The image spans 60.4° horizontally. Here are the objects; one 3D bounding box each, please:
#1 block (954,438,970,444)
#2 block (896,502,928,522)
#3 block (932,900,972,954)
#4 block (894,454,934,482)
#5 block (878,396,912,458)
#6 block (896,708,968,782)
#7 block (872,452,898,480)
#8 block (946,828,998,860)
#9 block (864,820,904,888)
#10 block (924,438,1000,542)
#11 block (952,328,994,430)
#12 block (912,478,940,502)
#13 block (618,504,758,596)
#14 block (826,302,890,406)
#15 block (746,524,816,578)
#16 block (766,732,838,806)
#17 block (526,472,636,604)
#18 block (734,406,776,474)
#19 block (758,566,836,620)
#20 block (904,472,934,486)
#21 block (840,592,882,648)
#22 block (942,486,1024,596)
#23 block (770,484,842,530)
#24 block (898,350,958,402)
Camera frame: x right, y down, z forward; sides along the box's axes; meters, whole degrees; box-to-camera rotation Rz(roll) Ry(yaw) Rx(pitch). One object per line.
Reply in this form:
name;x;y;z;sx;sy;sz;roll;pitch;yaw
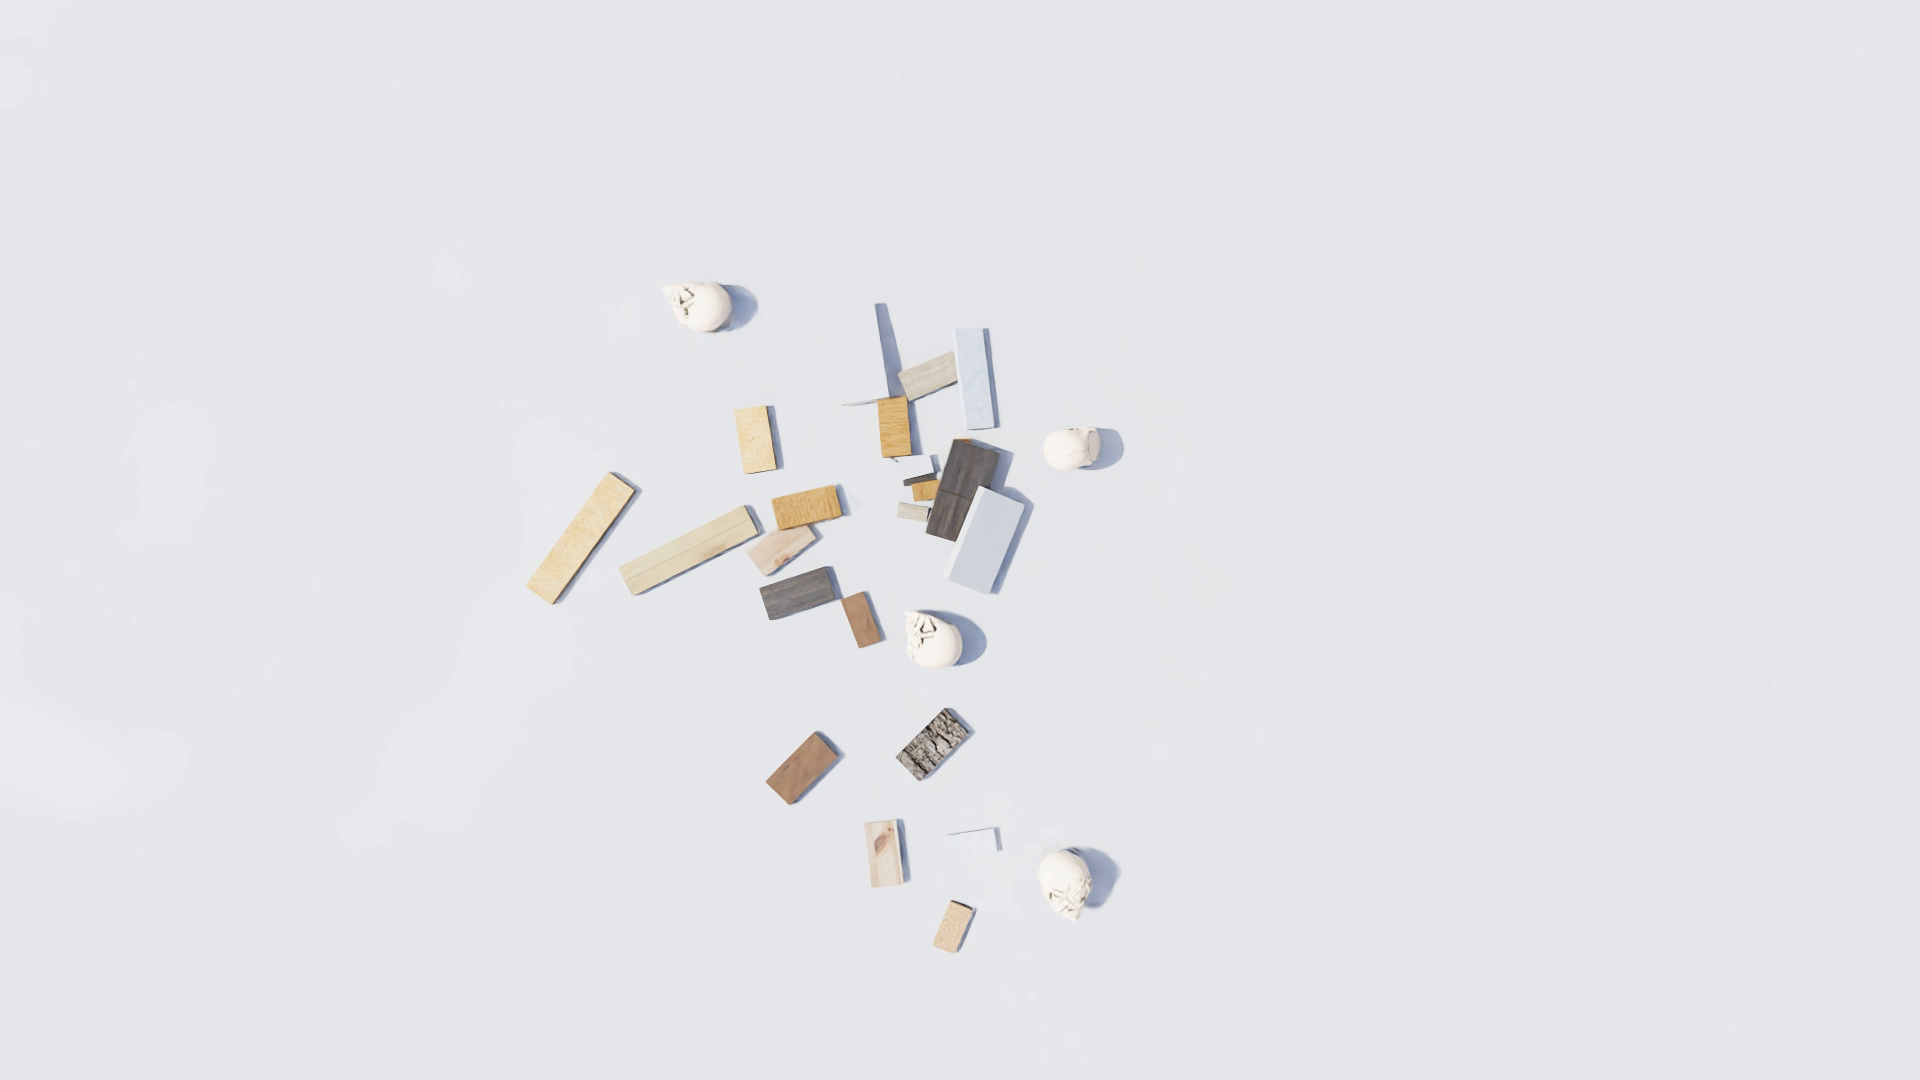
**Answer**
block;0.009;-0.279;5.490;0.060;0.017;0.120;-5;90;-4
block;-0.158;-0.092;5.493;0.101;0.014;0.050;9;90;0
block;-0.025;1.289;5.489;0.079;0.022;0.158;23;90;0
block;-0.152;-0.240;5.477;0.120;0.017;0.060;-14;90;0
block;-0.218;-0.375;5.478;0.099;0.028;0.197;-5;85;0
block;-0.093;0.681;5.484;0.229;0.032;0.114;-45;90;0
block;-0.239;-0.247;5.493;0.101;0.014;0.050;34;90;0
block;0.039;1.009;5.489;0.158;0.022;0.079;-9;90;0
block;-0.253;1.042;5.485;0.107;0.030;0.213;-7;90;0
block;0.006;-0.156;5.460;0.162;0.046;0.324;17;92;-8
block;0.044;-0.534;5.469;0.099;0.028;0.334;-7;90;-21
block;-0.098;-0.167;5.476;0.120;0.017;0.060;-10;98;-11
block;-0.903;0.035;5.485;0.466;0.030;0.107;-27;90;0
block;-0.339;-0.616;5.463;0.162;0.046;0.324;-9;85;0
block;-0.596;0.016;5.485;0.214;0.030;0.107;-37;90;0
block;-0.526;0.760;5.484;0.114;0.032;0.229;45;90;0
block;-1.262;-0.006;5.485;0.107;0.030;0.469;36;90;0
block;-0.680;-0.333;5.485;0.107;0.030;0.214;-9;90;0
block;-0.541;0.178;5.484;0.229;0.032;0.114;-18;90;0
block;-0.139;-0.205;5.493;0.101;0.014;0.050;-2;90;0
block;-0.330;0.266;5.489;0.079;0.022;0.175;-21;90;0
block;0.078;0.003;5.443;0.162;0.046;0.324;22;90;-27
block;-0.509;-0.107;5.461;0.213;0.030;0.107;-14;85;-10
block;-0.098;-0.546;5.486;0.197;0.028;0.099;-23;90;0
